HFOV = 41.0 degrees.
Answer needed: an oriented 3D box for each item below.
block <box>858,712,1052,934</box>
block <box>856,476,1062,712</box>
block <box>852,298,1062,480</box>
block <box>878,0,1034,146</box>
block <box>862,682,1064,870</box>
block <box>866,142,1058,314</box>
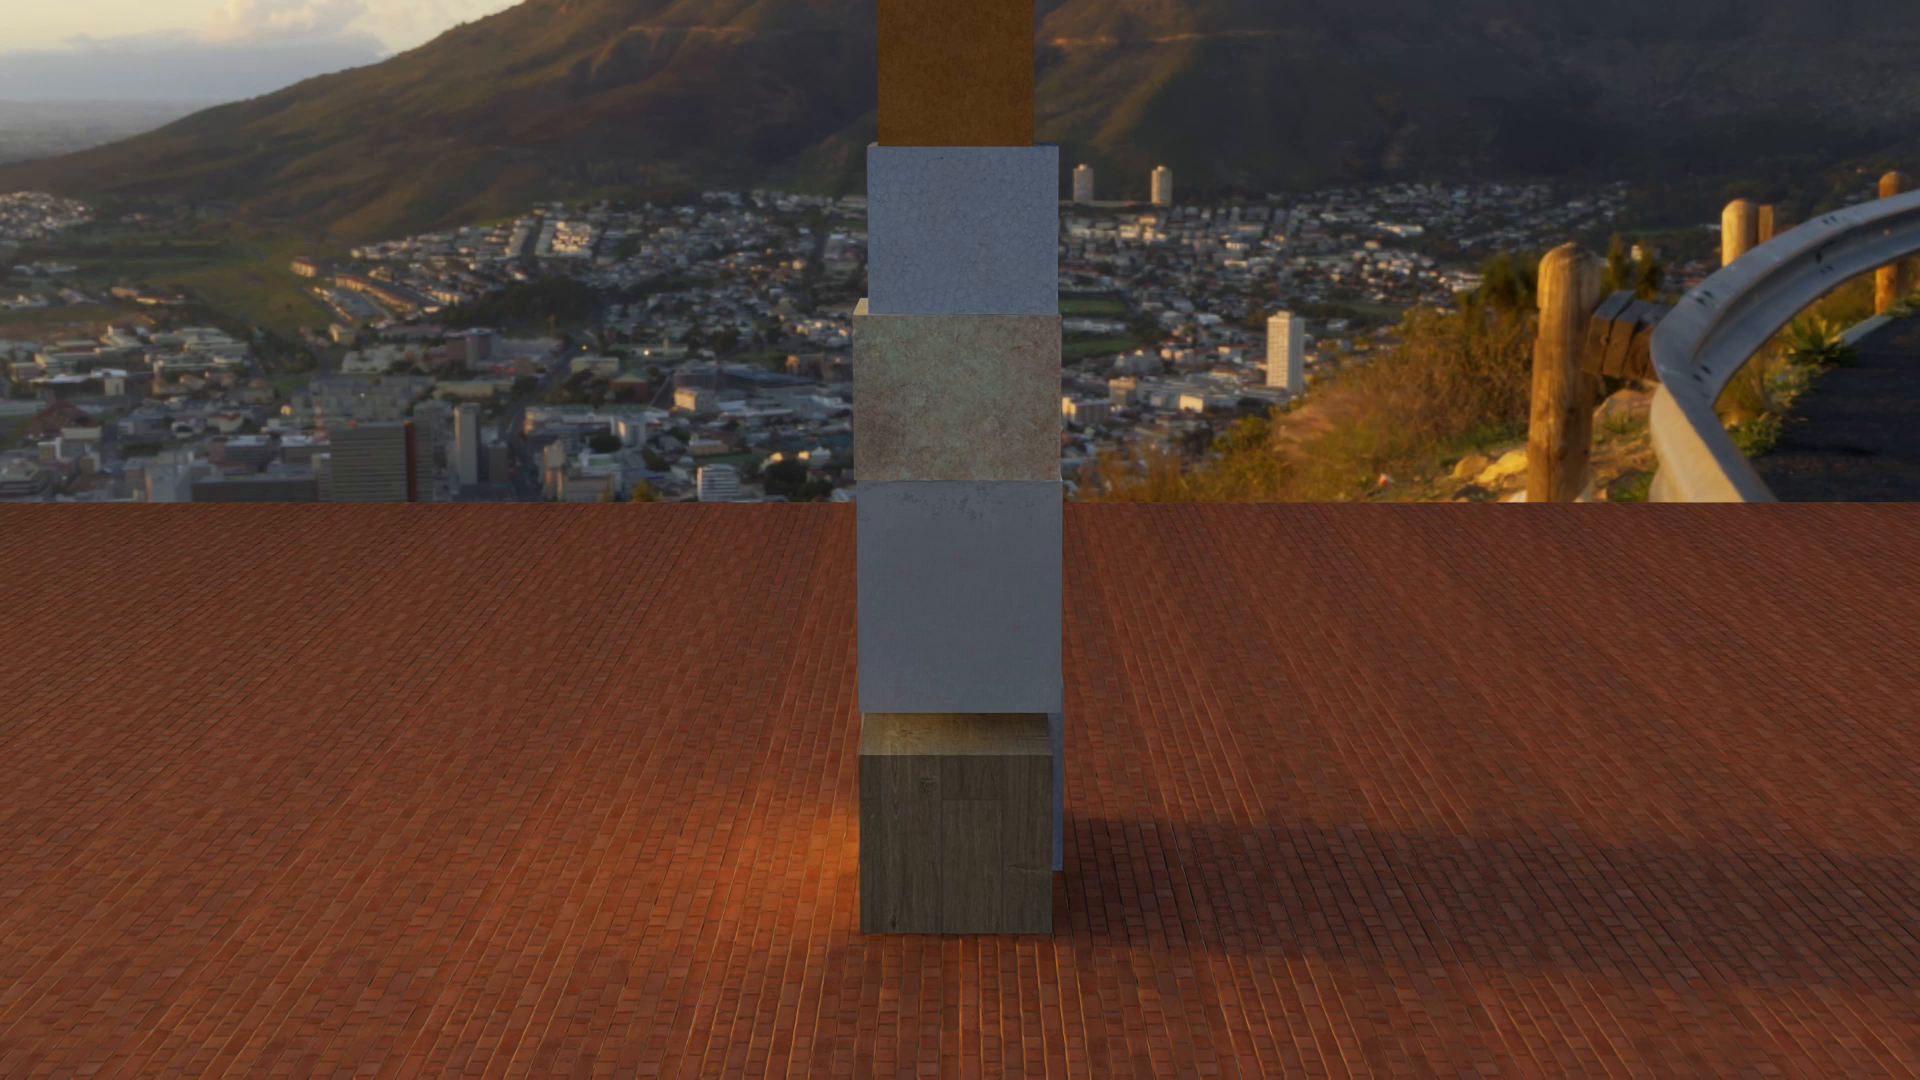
[{"bbox_3d":[-0.017,1.178,10.960,0.793,0.761,0.836,0,10,0],"label":"block"},{"bbox_3d":[-0.002,0.163,11.210,0.858,0.989,0.911,0,10,0],"label":"block"},{"bbox_3d":[-0.012,-0.663,11.060,0.863,0.689,0.829,0,10,0],"label":"block"},{"bbox_3d":[-0.018,-1.973,10.822,0.639,0.598,0.701,0,10,0],"label":"block"},{"bbox_3d":[0.012,0.987,11.790,0.893,0.840,0.845,0,10,0],"label":"block"},{"bbox_3d":[0.012,-1.340,10.937,0.786,0.687,0.739,0,10,0],"label":"block"}]
